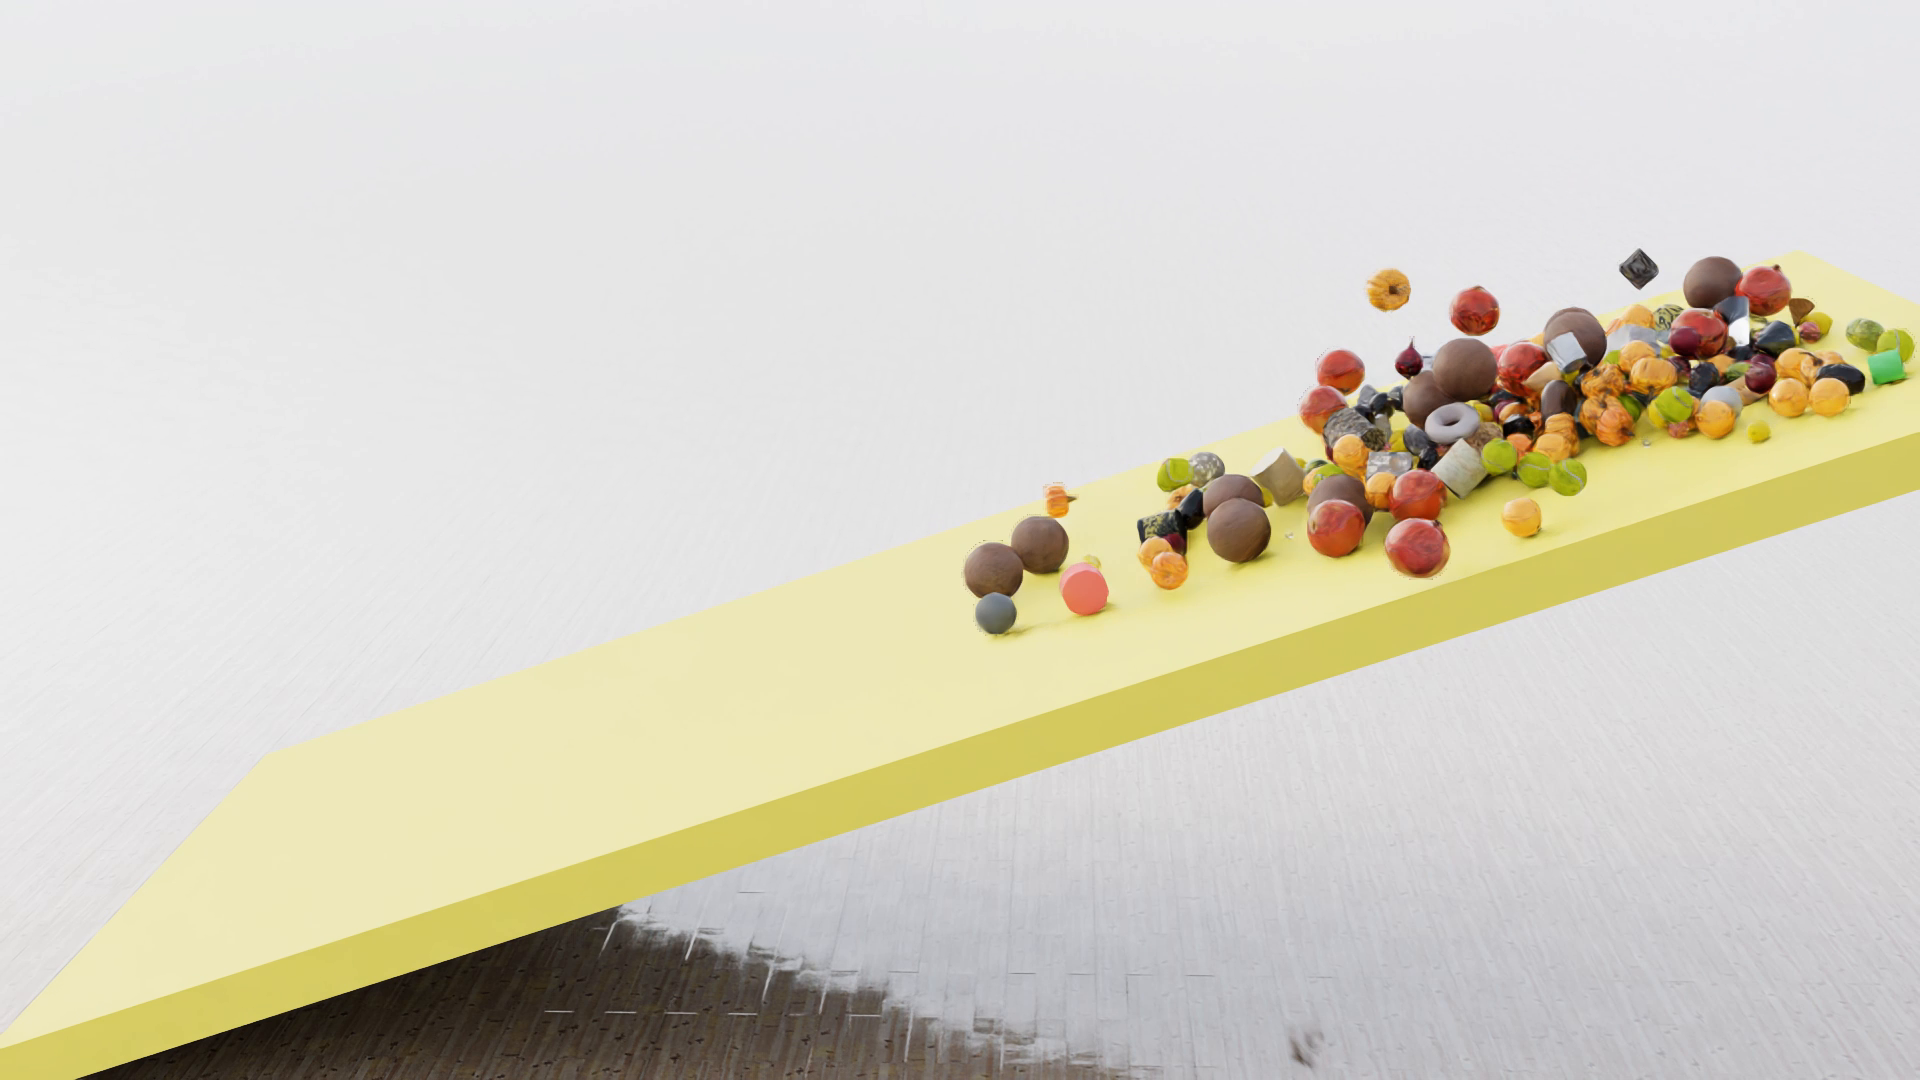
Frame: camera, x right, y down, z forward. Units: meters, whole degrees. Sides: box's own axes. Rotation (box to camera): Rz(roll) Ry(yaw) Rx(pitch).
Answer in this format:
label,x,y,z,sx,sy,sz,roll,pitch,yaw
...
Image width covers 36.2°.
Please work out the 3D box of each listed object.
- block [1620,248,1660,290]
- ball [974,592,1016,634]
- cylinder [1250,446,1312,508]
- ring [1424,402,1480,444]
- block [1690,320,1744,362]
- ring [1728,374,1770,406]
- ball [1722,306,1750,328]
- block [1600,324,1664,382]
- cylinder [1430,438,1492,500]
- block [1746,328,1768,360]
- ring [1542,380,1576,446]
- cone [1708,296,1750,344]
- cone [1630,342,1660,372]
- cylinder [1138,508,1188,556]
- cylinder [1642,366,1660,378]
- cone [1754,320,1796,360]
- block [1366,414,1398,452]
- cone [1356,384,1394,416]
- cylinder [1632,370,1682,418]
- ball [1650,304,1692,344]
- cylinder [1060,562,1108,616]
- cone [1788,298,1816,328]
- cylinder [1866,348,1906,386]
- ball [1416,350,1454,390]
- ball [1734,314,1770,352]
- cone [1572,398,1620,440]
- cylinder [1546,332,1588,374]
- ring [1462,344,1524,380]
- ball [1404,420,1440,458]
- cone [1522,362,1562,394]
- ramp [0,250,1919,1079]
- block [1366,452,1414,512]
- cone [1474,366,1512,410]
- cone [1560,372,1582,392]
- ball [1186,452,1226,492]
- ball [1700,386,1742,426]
label,x,y,z,sx,sy,sz,roll,pitch,yaw
block,1.475,-0.588,6.386,0.060,0.060,0.060,-42,6,19
ball,0.073,0.151,6.013,0.086,0.086,0.086,0,12,0
cylinder,0.684,-0.135,6.271,0.093,0.093,0.093,-40,12,10
ring,0.990,-0.234,5.915,0.112,0.037,0.112,-16,35,12
block,1.608,-0.426,6.214,0.079,0.079,0.079,-21,11,-20
ring,1.541,-0.293,5.779,0.103,0.034,0.103,-25,15,7
ball,1.685,-0.479,6.394,0.063,0.063,0.063,0,12,0
block,1.408,-0.393,6.172,0.083,0.083,0.083,8,-29,-33
cylinder,0.986,-0.139,5.781,0.086,0.086,0.086,42,4,-4
block,1.657,-0.407,6.057,0.060,0.060,0.060,-14,2,-2
ring,1.209,-0.256,5.928,0.046,0.137,0.137,-6,8,30
cone,1.589,-0.431,5.998,0.095,0.095,0.095,-5,49,-21
cone,1.427,-0.360,6.071,0.067,0.067,0.067,-25,30,16
cylinder,0.429,-0.016,6.227,0.083,0.083,0.083,-16,7,18
cylinder,1.451,-0.379,6.277,0.062,0.062,0.062,-28,7,12
cone,1.612,-0.394,5.880,0.081,0.081,0.081,-12,17,-39
block,0.898,-0.225,6.457,0.075,0.075,0.075,-28,11,-40
cone,0.980,-0.314,6.867,0.083,0.083,0.083,18,20,27
cylinder,1.393,-0.293,5.885,0.069,0.069,0.069,-44,7,7
ball,1.572,-0.477,6.506,0.090,0.090,0.090,0,12,0
cylinder,0.250,0.099,5.941,0.092,0.092,0.092,0,10,-2
cone,1.787,-0.477,6.271,0.059,0.059,0.059,17,-20,7
cylinder,1.746,-0.326,5.546,0.057,0.057,0.057,-15,7,20
ball,1.076,-0.385,6.656,0.088,0.088,0.088,0,12,0
ball,1.660,-0.432,6.148,0.081,0.081,0.081,0,12,0
cone,1.287,-0.233,5.901,0.088,0.088,0.088,16,19,34
cylinder,1.224,-0.375,5.929,0.060,0.060,0.060,-23,-22,-10
ring,1.244,-0.414,6.874,0.150,0.050,0.150,-20,10,4
ball,0.979,-0.215,6.223,0.081,0.081,0.081,0,12,0
cone,1.178,-0.323,6.015,0.076,0.076,0.076,-9,15,-22
ramp,0.108,0.180,6.304,4.000,0.100,2.000,-18,11,6
block,0.854,-0.116,5.845,0.084,0.084,0.084,1,45,14
cone,1.173,-0.346,6.549,0.091,0.091,0.091,-19,11,4
cone,1.255,-0.337,6.161,0.068,0.068,0.068,28,20,14
ball,0.556,-0.155,6.667,0.092,0.092,0.092,0,12,0
ball,1.460,-0.257,5.640,0.080,0.080,0.080,0,12,0
